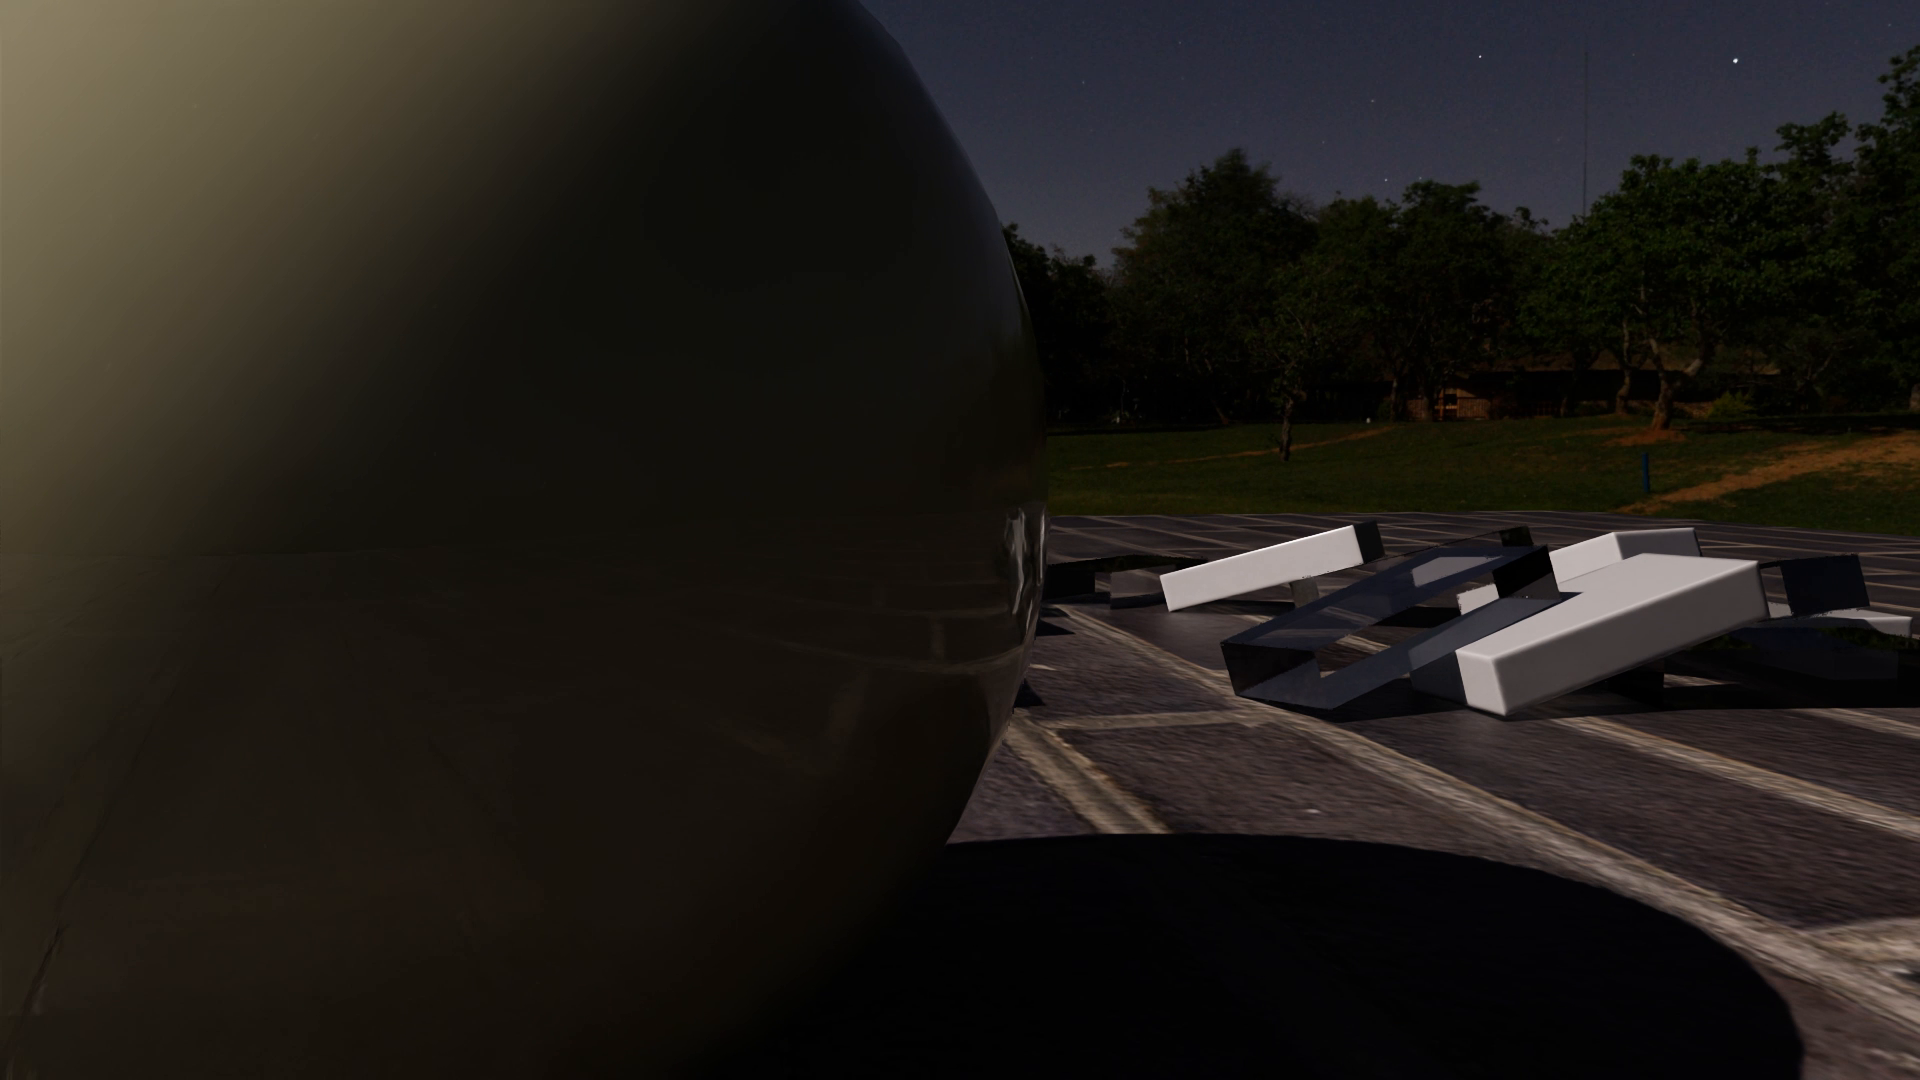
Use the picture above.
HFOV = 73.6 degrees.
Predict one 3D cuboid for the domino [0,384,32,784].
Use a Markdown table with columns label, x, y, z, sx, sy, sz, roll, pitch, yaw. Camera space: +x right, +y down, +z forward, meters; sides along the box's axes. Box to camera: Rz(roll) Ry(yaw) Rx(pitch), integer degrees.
| label | x | y | z | sx | sy | sz | roll | pitch | yaw |
| --- | --- | --- | --- | --- | --- | --- | --- | --- | --- |
| domino | -0.132 | 0.005 | 0.161 | 0.025 | 0.050 | 0.009 | 1 | 4 | 15 |

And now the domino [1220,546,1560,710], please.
| label | x | y | z | sx | sy | sz | roll | pitch | yaw |
| --- | --- | --- | --- | --- | --- | --- | --- | --- | --- |
| domino | 0.072 | 0.014 | 0.215 | 0.050 | 0.010 | 0.025 | -20 | 6 | -22 |

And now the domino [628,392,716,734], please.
| label | x | y | z | sx | sy | sz | roll | pitch | yaw |
| --- | --- | --- | --- | --- | --- | --- | --- | --- | --- |
| domino | -0.044 | 0.003 | 0.199 | 0.010 | 0.050 | 0.025 | 0 | 4 | -5 |

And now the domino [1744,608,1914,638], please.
| label | x | y | z | sx | sy | sz | roll | pitch | yaw |
| --- | --- | --- | --- | --- | --- | --- | --- | --- | --- |
| domino | 0.166 | 0.018 | 0.268 | 0.025 | 0.009 | 0.050 | -1 | 4 | -8 |

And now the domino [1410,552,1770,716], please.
| label | x | y | z | sx | sy | sz | roll | pitch | yaw |
| --- | --- | --- | --- | --- | --- | --- | --- | --- | --- |
| domino | 0.103 | 0.015 | 0.213 | 0.050 | 0.009 | 0.025 | -17 | 6 | -11 |

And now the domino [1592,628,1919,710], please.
| label | x | y | z | sx | sy | sz | roll | pitch | yaw |
| --- | --- | --- | --- | --- | --- | --- | --- | --- | --- |
| domino | 0.137 | 0.021 | 0.219 | 0.050 | 0.010 | 0.025 | 0 | 4 | -2 |

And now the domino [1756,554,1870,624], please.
| label | x | y | z | sx | sy | sz | roll | pitch | yaw |
| --- | --- | --- | --- | --- | --- | --- | --- | --- | --- |
| domino | 0.140 | 0.013 | 0.246 | 0.025 | 0.010 | 0.050 | -2 | -11 | -29 |

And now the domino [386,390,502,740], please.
| label | x | y | z | sx | sy | sz | roll | pitch | yaw |
| --- | --- | --- | --- | --- | --- | --- | --- | --- | --- |
| domino | -0.078 | 0.003 | 0.195 | 0.009 | 0.050 | 0.025 | -1 | 4 | -9 |

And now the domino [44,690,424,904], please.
| label | x | y | z | sx | sy | sz | roll | pitch | yaw |
| --- | --- | --- | --- | --- | --- | --- | --- | --- | --- |
| domino | -0.078 | 0.027 | 0.145 | 0.025 | 0.010 | 0.050 | -1 | 4 | -14 |

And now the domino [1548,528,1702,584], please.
| label | x | y | z | sx | sy | sz | roll | pitch | yaw |
| --- | --- | --- | --- | --- | --- | --- | --- | --- | --- |
| domino | 0.126 | 0.009 | 0.271 | 0.025 | 0.010 | 0.050 | -3 | -14 | -28 |

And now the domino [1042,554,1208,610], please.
| label | x | y | z | sx | sy | sz | roll | pitch | yaw |
| --- | --- | --- | --- | --- | --- | --- | --- | --- | --- |
| domino | 0.045 | 0.011 | 0.357 | 0.025 | 0.009 | 0.050 | 4 | 6 | 40 |

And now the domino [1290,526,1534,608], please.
| label | x | y | z | sx | sy | sz | roll | pitch | yaw |
| --- | --- | --- | --- | --- | --- | --- | --- | --- | --- |
| domino | 0.107 | 0.008 | 0.305 | 0.050 | 0.010 | 0.025 | -18 | -7 | 37 |

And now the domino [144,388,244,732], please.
| label | x | y | z | sx | sy | sz | roll | pitch | yaw |
| --- | --- | --- | --- | --- | --- | --- | --- | --- | --- |
| domino | -0.110 | 0.004 | 0.185 | 0.010 | 0.050 | 0.025 | -2 | 5 | -28 |

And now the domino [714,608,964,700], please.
| label | x | y | z | sx | sy | sz | roll | pitch | yaw |
| --- | --- | --- | --- | --- | --- | --- | --- | --- | --- |
| domino | -0.027 | 0.020 | 0.236 | 0.050 | 0.010 | 0.025 | 3 | 5 | 32 |

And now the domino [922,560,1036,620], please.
| label | x | y | z | sx | sy | sz | roll | pitch | yaw |
| --- | --- | --- | --- | --- | --- | --- | --- | --- | --- |
| domino | 0.003 | 0.013 | 0.337 | 0.025 | 0.010 | 0.050 | 0 | 4 | -6 |

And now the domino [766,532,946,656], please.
| label | x | y | z | sx | sy | sz | roll | pitch | yaw |
| --- | --- | --- | --- | --- | --- | --- | --- | --- | --- |
| domino | -0.024 | 0.011 | 0.282 | 0.025 | 0.009 | 0.050 | -36 | 16 | -15 |

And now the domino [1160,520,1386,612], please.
| label | x | y | z | sx | sy | sz | roll | pitch | yaw |
| --- | --- | --- | --- | --- | --- | --- | --- | --- | --- |
| domino | 0.079 | 0.007 | 0.324 | 0.050 | 0.010 | 0.025 | -17 | -5 | 30 |

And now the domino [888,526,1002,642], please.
| label | x | y | z | sx | sy | sz | roll | pitch | yaw |
| --- | --- | --- | --- | --- | --- | --- | --- | --- | --- |
| domino | -0.010 | 0.009 | 0.300 | 0.025 | 0.010 | 0.050 | -36 | 13 | -11 |

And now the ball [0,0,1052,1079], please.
| label | x | y | z | sx | sy | sz | roll | pitch | yaw |
| --- | --- | --- | --- | --- | --- | --- | --- | --- | --- |
| ball | -0.034 | -0.003 | 0.078 | 0.080 | 0.080 | 0.080 | 0 | 4 | 0 |
